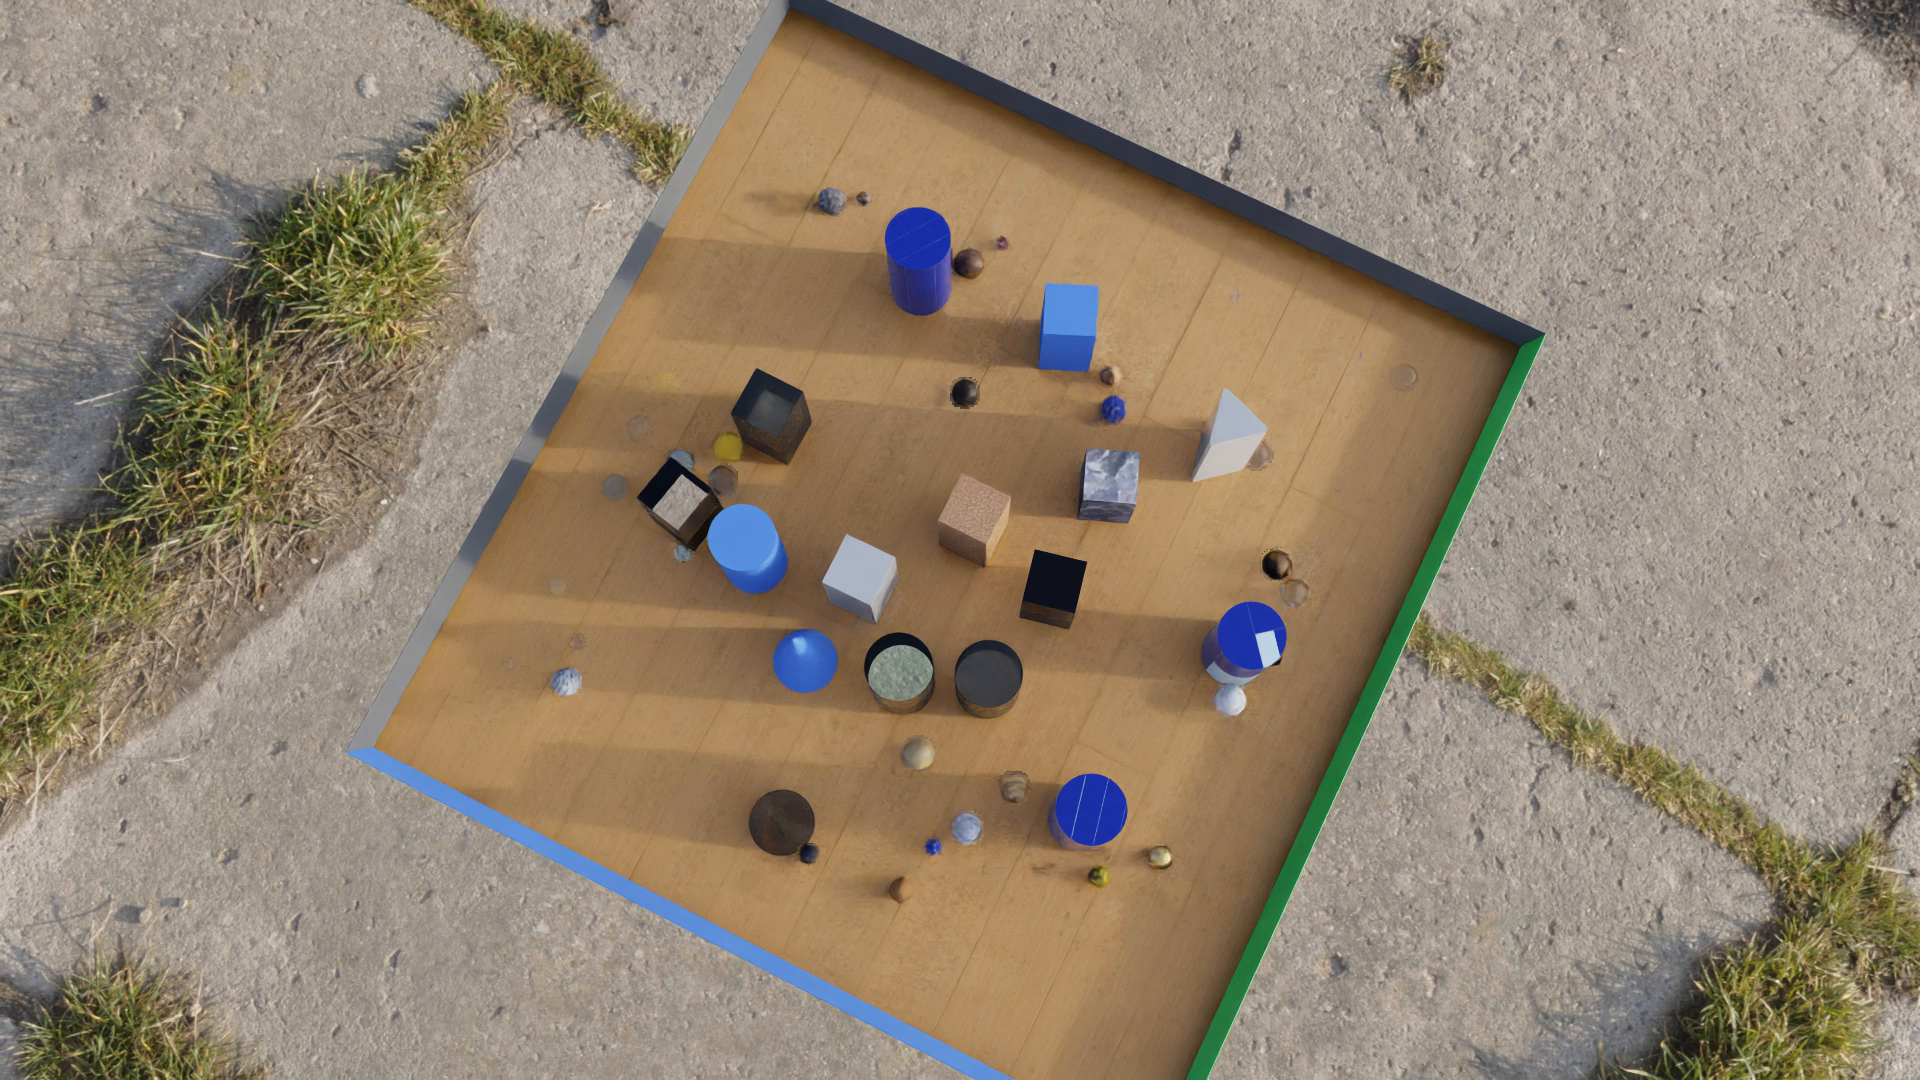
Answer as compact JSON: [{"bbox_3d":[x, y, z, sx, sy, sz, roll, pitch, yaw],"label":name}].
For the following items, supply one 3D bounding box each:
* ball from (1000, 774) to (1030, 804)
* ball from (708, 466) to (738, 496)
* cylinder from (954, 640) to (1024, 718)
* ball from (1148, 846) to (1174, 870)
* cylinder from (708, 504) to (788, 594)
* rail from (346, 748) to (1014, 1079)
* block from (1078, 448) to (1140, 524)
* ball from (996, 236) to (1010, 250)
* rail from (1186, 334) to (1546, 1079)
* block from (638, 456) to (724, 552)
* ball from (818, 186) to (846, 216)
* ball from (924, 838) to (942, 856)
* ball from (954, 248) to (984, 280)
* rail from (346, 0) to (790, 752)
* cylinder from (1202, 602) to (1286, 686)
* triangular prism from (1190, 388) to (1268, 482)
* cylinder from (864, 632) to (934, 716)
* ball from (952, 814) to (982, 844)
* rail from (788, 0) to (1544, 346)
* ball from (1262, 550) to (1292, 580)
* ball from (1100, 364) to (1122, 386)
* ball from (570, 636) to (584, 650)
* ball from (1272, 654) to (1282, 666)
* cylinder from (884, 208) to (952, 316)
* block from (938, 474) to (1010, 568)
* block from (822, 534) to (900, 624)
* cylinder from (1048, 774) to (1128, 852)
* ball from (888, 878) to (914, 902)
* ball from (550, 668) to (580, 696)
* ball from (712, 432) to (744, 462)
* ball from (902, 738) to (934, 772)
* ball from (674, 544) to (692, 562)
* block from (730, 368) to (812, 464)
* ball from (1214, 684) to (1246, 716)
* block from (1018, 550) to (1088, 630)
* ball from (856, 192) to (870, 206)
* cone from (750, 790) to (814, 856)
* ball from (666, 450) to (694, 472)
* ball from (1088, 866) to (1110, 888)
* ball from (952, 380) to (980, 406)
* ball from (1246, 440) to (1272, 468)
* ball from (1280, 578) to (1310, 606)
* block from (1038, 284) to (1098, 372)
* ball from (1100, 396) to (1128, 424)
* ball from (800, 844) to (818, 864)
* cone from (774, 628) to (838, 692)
[{"bbox_3d":[0.161,0.735,5.419,0.089,0.089,0.089,0,78,0],"label":"ball"},{"bbox_3d":[-0.727,-0.182,5.608,0.090,0.090,0.090,0,78,0],"label":"ball"},{"bbox_3d":[0.082,0.412,5.378,0.195,0.301,0.195,0,78,0],"label":"cylinder"},{"bbox_3d":[0.591,0.933,5.387,0.071,0.071,0.071,0,78,0],"label":"ball"},{"bbox_3d":[-0.624,0.030,5.421,0.195,0.372,0.195,0,78,0],"label":"cylinder"},{"bbox_3d":[-0.605,1.192,5.304,2.646,0.127,0.045,26,80,5],"label":"rail"},{"bbox_3d":[0.445,-0.160,5.512,0.156,0.270,0.156,5,78,1],"label":"block"},{"bbox_3d":[0.135,-0.938,5.787,0.045,0.045,0.045,0,78,0],"label":"ball"},{"bbox_3d":[1.162,0.576,5.432,0.045,0.127,2.754,26,80,5],"label":"rail"},{"bbox_3d":[-0.829,-0.103,5.473,0.156,0.324,0.156,37,81,7],"label":"block"},{"bbox_3d":[-0.403,-1.072,5.793,0.089,0.089,0.089,0,78,0],"label":"ball"},{"bbox_3d":[-0.079,0.905,5.404,0.049,0.049,0.049,0,78,0],"label":"ball"},{"bbox_3d":[0.029,-0.866,5.747,0.096,0.096,0.096,0,78,0],"label":"ball"},{"bbox_3d":[-1.162,-0.562,5.667,0.045,0.127,2.754,26,80,5],"label":"rail"},{"bbox_3d":[0.827,0.307,5.366,0.195,0.365,0.195,0,78,0],"label":"cylinder"},{"bbox_3d":[0.776,-0.317,5.448,0.169,0.458,0.146,-14,79,-3],"label":"triangular prism"},{"bbox_3d":[-0.173,0.394,5.349,0.195,0.365,0.195,0,78,0],"label":"cylinder"},{"bbox_3d":[0.020,0.851,5.394,0.091,0.091,0.091,0,78,0],"label":"ball"},{"bbox_3d":[0.605,-1.179,5.795,2.646,0.127,0.045,26,80,5],"label":"rail"},{"bbox_3d":[0.961,0.075,5.555,0.090,0.090,0.090,0,78,0],"label":"ball"},{"bbox_3d":[0.468,-0.510,5.688,0.067,0.067,0.067,0,78,0],"label":"ball"},{"bbox_3d":[-1.155,0.309,5.531,0.042,0.042,0.042,0,78,0],"label":"ball"},{"bbox_3d":[0.947,0.357,5.519,0.047,0.047,0.047,0,78,0],"label":"ball"},{"bbox_3d":[-0.123,-0.843,5.579,0.195,0.415,0.195,0,78,0],"label":"cylinder"},{"bbox_3d":[0.041,-0.054,5.442,0.156,0.363,0.156,26,80,5],"label":"block"},{"bbox_3d":[-0.290,0.120,5.413,0.156,0.349,0.156,25,79,5],"label":"block"},{"bbox_3d":[0.358,0.780,5.214,0.195,0.471,0.195,0,78,0],"label":"cylinder"},{"bbox_3d":[-0.173,1.026,5.367,0.072,0.072,0.072,0,78,0],"label":"ball"},{"bbox_3d":[-1.181,0.426,5.485,0.085,0.085,0.085,0,78,0],"label":"ball"},{"bbox_3d":[-0.712,-0.286,5.620,0.094,0.094,0.094,0,78,0],"label":"ball"},{"bbox_3d":[-0.123,0.637,5.435,0.098,0.098,0.098,0,78,0],"label":"ball"},{"bbox_3d":[-0.842,0.041,5.570,0.052,0.052,0.052,0,78,0],"label":"ball"},{"bbox_3d":[-0.564,-0.368,5.520,0.156,0.337,0.156,27,80,5],"label":"block"},{"bbox_3d":[0.807,0.478,5.470,0.093,0.093,0.093,0,78,0],"label":"ball"},{"bbox_3d":[0.274,0.149,5.433,0.156,0.299,0.156,14,79,3],"label":"block"},{"bbox_3d":[-0.308,-1.084,5.819,0.044,0.044,0.044,0,78,0],"label":"ball"},{"bbox_3d":[-0.529,0.803,5.266,0.195,0.362,0.195,0,78,0],"label":"cone"},{"bbox_3d":[-0.858,-0.235,5.621,0.086,0.086,0.086,0,78,0],"label":"ball"},{"bbox_3d":[0.410,0.989,5.380,0.064,0.064,0.064,0,78,0],"label":"ball"},{"bbox_3d":[0.016,-0.454,5.667,0.085,0.085,0.085,0,78,0],"label":"ball"},{"bbox_3d":[0.912,-0.262,5.624,0.087,0.087,0.087,0,78,0],"label":"ball"},{"bbox_3d":[1.013,0.160,5.540,0.086,0.086,0.086,0,78,0],"label":"ball"},{"bbox_3d":[0.327,-0.642,5.568,0.156,0.356,0.156,3,78,1],"label":"block"},{"bbox_3d":[0.474,-0.403,5.657,0.084,0.084,0.084,0,78,0],"label":"ball"},{"bbox_3d":[-0.445,0.927,5.396,0.057,0.057,0.057,0,78,0],"label":"ball"},{"bbox_3d":[-0.467,0.321,5.327,0.195,0.436,0.195,0,78,0],"label":"cone"}]
